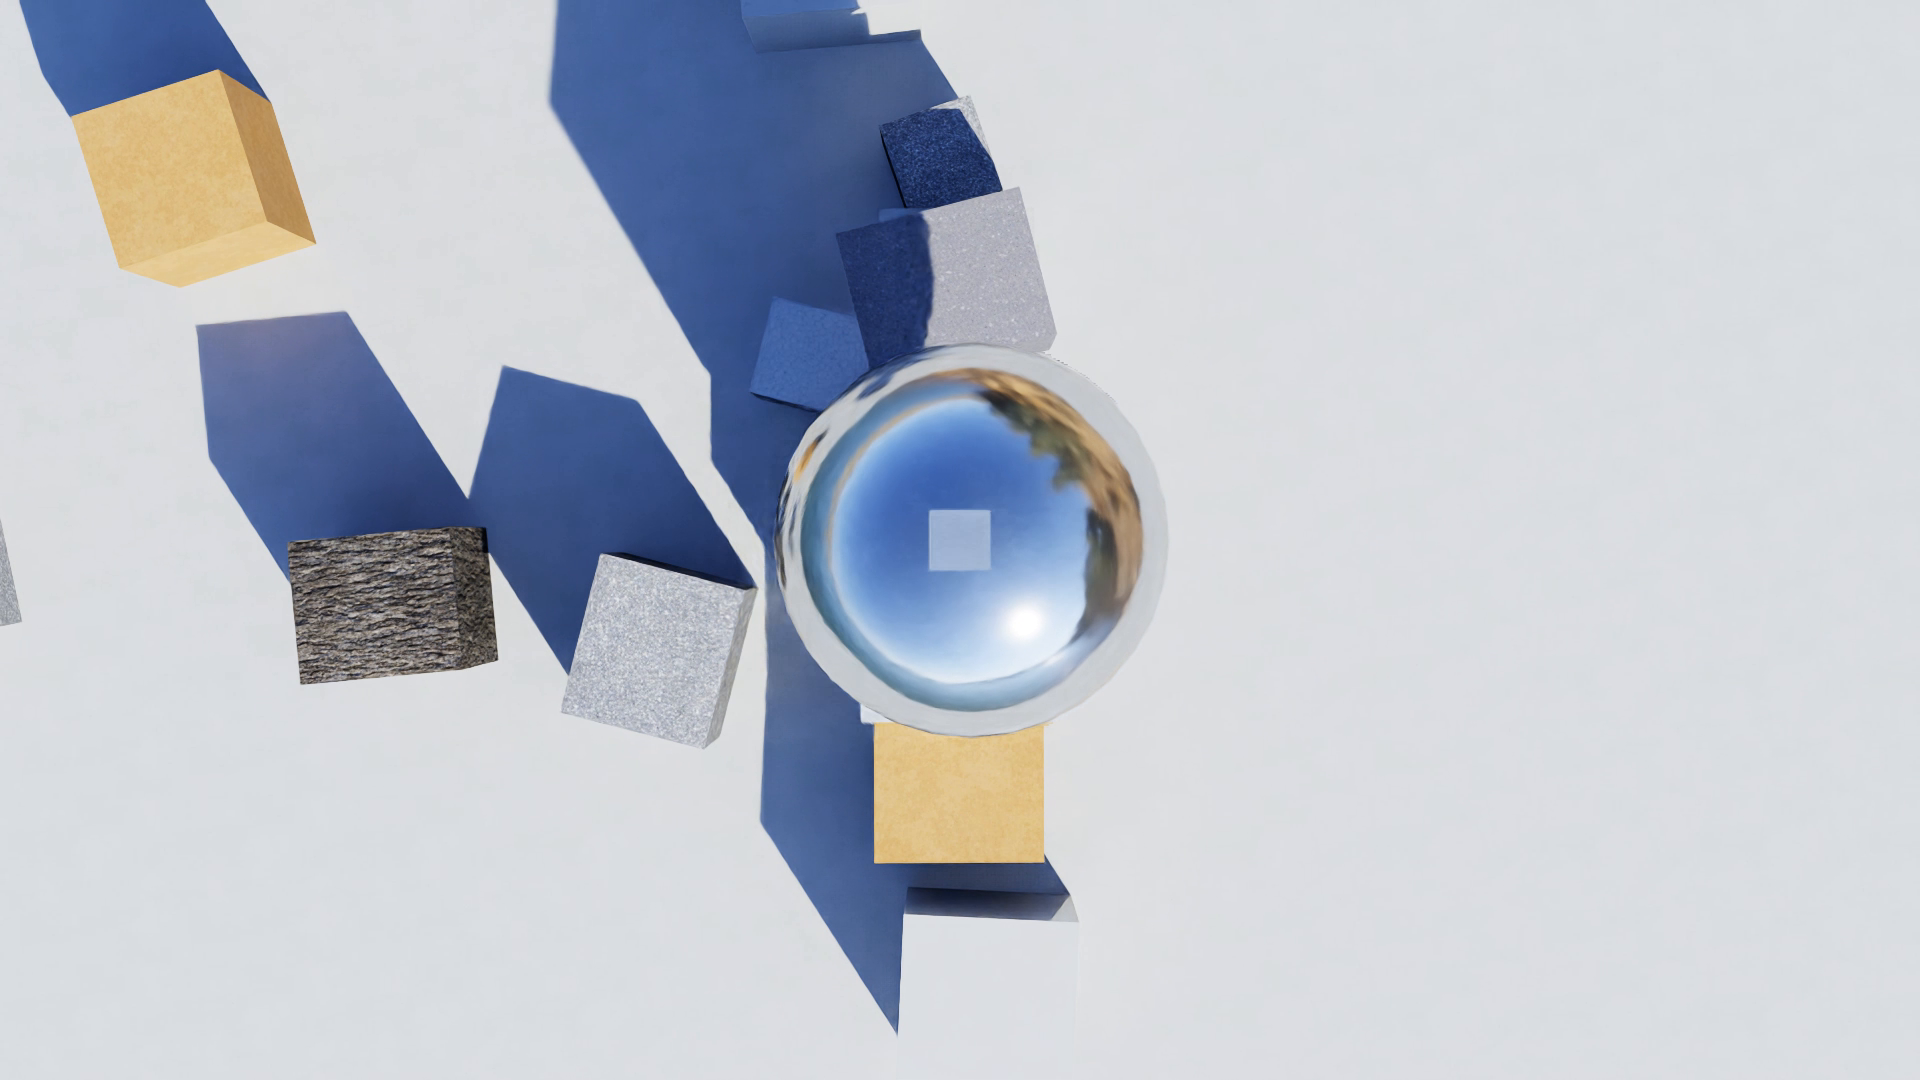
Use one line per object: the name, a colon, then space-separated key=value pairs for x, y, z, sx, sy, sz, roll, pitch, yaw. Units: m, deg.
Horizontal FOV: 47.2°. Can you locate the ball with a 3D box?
ball: x=0.046 y=0.000 z=8.885 sx=1.600 sy=1.600 sz=1.600 roll=0 pitch=90 yaw=0

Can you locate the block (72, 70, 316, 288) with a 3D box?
block: x=-4.341 y=-2.036 z=12.534 sx=0.850 sy=0.933 sz=0.876 roll=-18 pitch=90 yaw=0

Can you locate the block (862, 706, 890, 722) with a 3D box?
block: x=-0.021 y=0.502 z=12.462 sx=1.031 sy=1.077 sz=0.968 roll=0 pitch=90 yaw=0

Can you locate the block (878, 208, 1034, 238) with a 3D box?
block: x=-0.018 y=-1.316 z=12.469 sx=0.846 sy=1.061 sz=0.970 roll=0 pitch=90 yaw=0

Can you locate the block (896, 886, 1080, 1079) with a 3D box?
block: x=0.152 y=2.527 z=12.522 sx=0.964 sy=0.955 sz=0.911 roll=3 pitch=90 yaw=0

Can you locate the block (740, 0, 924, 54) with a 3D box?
block: x=-0.746 y=-3.362 z=12.552 sx=0.987 sy=0.897 sz=0.890 roll=-5 pitch=90 yaw=0

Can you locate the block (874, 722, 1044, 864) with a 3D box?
block: x=-0.005 y=1.393 z=12.613 sx=0.943 sy=0.774 sz=0.802 roll=0 pitch=90 yaw=0

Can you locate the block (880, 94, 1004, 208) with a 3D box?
block: x=-0.107 y=-2.158 z=12.703 sx=0.546 sy=0.594 sz=0.568 roll=-19 pitch=90 yaw=0

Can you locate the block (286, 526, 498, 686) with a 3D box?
block: x=-3.208 y=0.361 z=12.526 sx=0.893 sy=0.947 sz=0.789 roll=-5 pitch=90 yaw=0

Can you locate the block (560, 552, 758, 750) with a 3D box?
block: x=-1.705 y=0.616 z=12.591 sx=0.826 sy=0.818 sz=0.912 roll=14 pitch=90 yaw=0

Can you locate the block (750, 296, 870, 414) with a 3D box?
block: x=-0.817 y=-1.025 z=12.680 sx=0.622 sy=0.639 sz=0.556 roll=14 pitch=90 yaw=0

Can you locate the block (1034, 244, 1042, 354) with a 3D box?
block: x=0.011 y=-1.067 z=11.558 sx=0.813 sy=0.761 sz=0.848 roll=-2 pitch=90 yaw=0

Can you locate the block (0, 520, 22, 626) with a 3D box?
block: x=-6.086 y=0.190 z=12.599 sx=0.940 sy=0.802 sz=0.803 roll=-12 pitch=90 yaw=0

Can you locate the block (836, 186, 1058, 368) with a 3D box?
block: x=-0.064 y=-1.200 z=10.735 sx=0.890 sy=0.885 sz=0.711 roll=-14 pitch=90 yaw=0

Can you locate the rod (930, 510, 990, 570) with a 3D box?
rod: x=0.020 y=0.000 z=5.486 sx=0.080 sy=5.200 sz=0.080 roll=0 pitch=90 yaw=0
